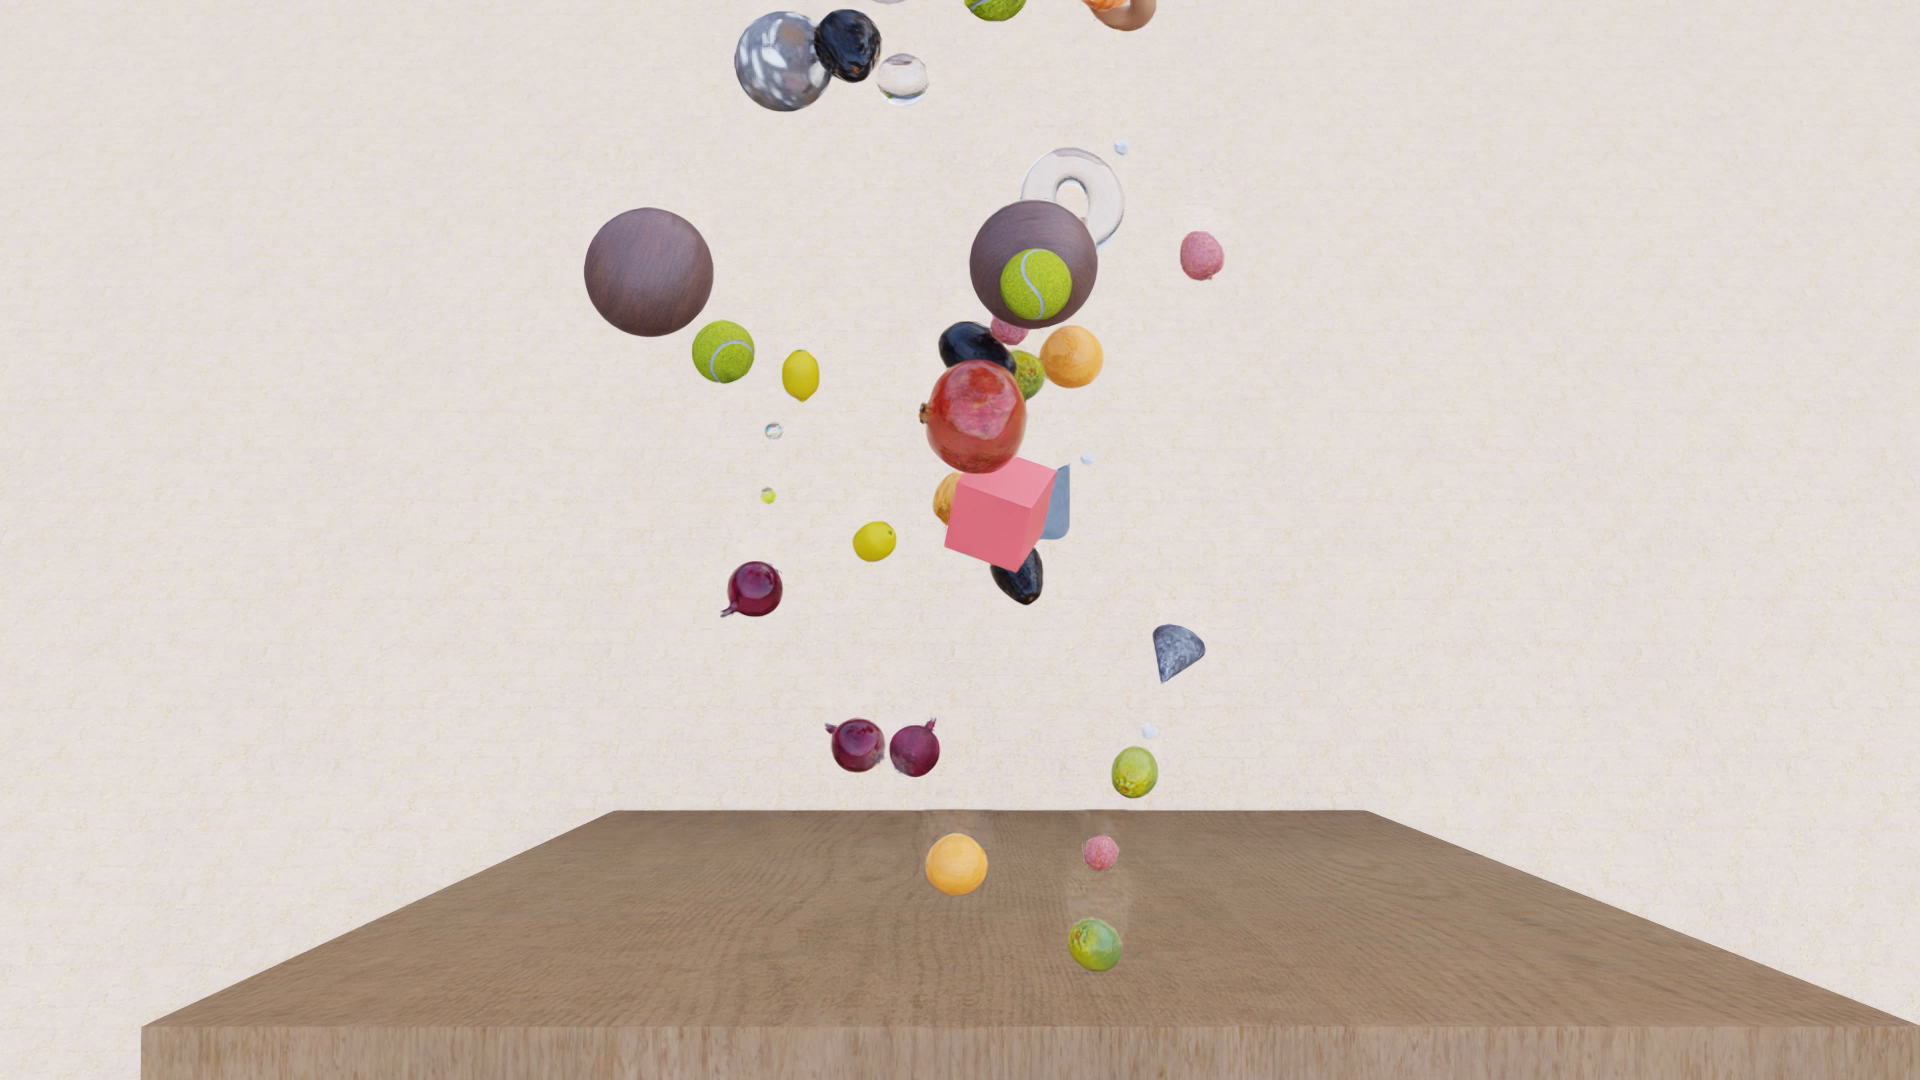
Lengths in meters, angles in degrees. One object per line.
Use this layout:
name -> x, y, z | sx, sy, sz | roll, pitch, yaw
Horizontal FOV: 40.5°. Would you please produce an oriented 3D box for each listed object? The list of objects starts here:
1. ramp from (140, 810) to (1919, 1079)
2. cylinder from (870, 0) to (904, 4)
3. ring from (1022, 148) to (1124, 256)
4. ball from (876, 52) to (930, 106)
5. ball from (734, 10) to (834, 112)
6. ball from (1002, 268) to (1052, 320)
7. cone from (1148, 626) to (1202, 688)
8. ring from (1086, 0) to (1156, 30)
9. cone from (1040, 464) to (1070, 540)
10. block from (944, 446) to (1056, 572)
ramp -> 0.081, 0.682, 4.916 | 2.000, 0.100, 4.000 | 0, -2, 0
cylinder -> -0.064, -0.507, 2.280 | 0.052, 0.052, 0.052 | 0, 62, -1
ring -> 0.125, -0.375, 2.885 | 0.123, 0.123, 0.041 | -18, -2, -22
ball -> -0.055, -0.444, 2.508 | 0.051, 0.051, 0.051 | 0, 37, 0
ball -> -0.162, -0.443, 2.407 | 0.092, 0.092, 0.092 | 0, 37, 0
ball -> 0.075, -0.275, 2.913 | 0.056, 0.056, 0.056 | 0, 37, 0
cone -> 0.222, 0.131, 2.743 | 0.059, 0.059, 0.059 | 9, 62, 11
ring -> 0.165, -0.556, 2.669 | 0.077, 0.077, 0.026 | 16, 55, 20
cone -> 0.110, -0.061, 3.078 | 0.087, 0.087, 0.087 | 19, 41, -17
block -> 0.043, -0.034, 2.786 | 0.085, 0.085, 0.085 | 20, 36, 12
